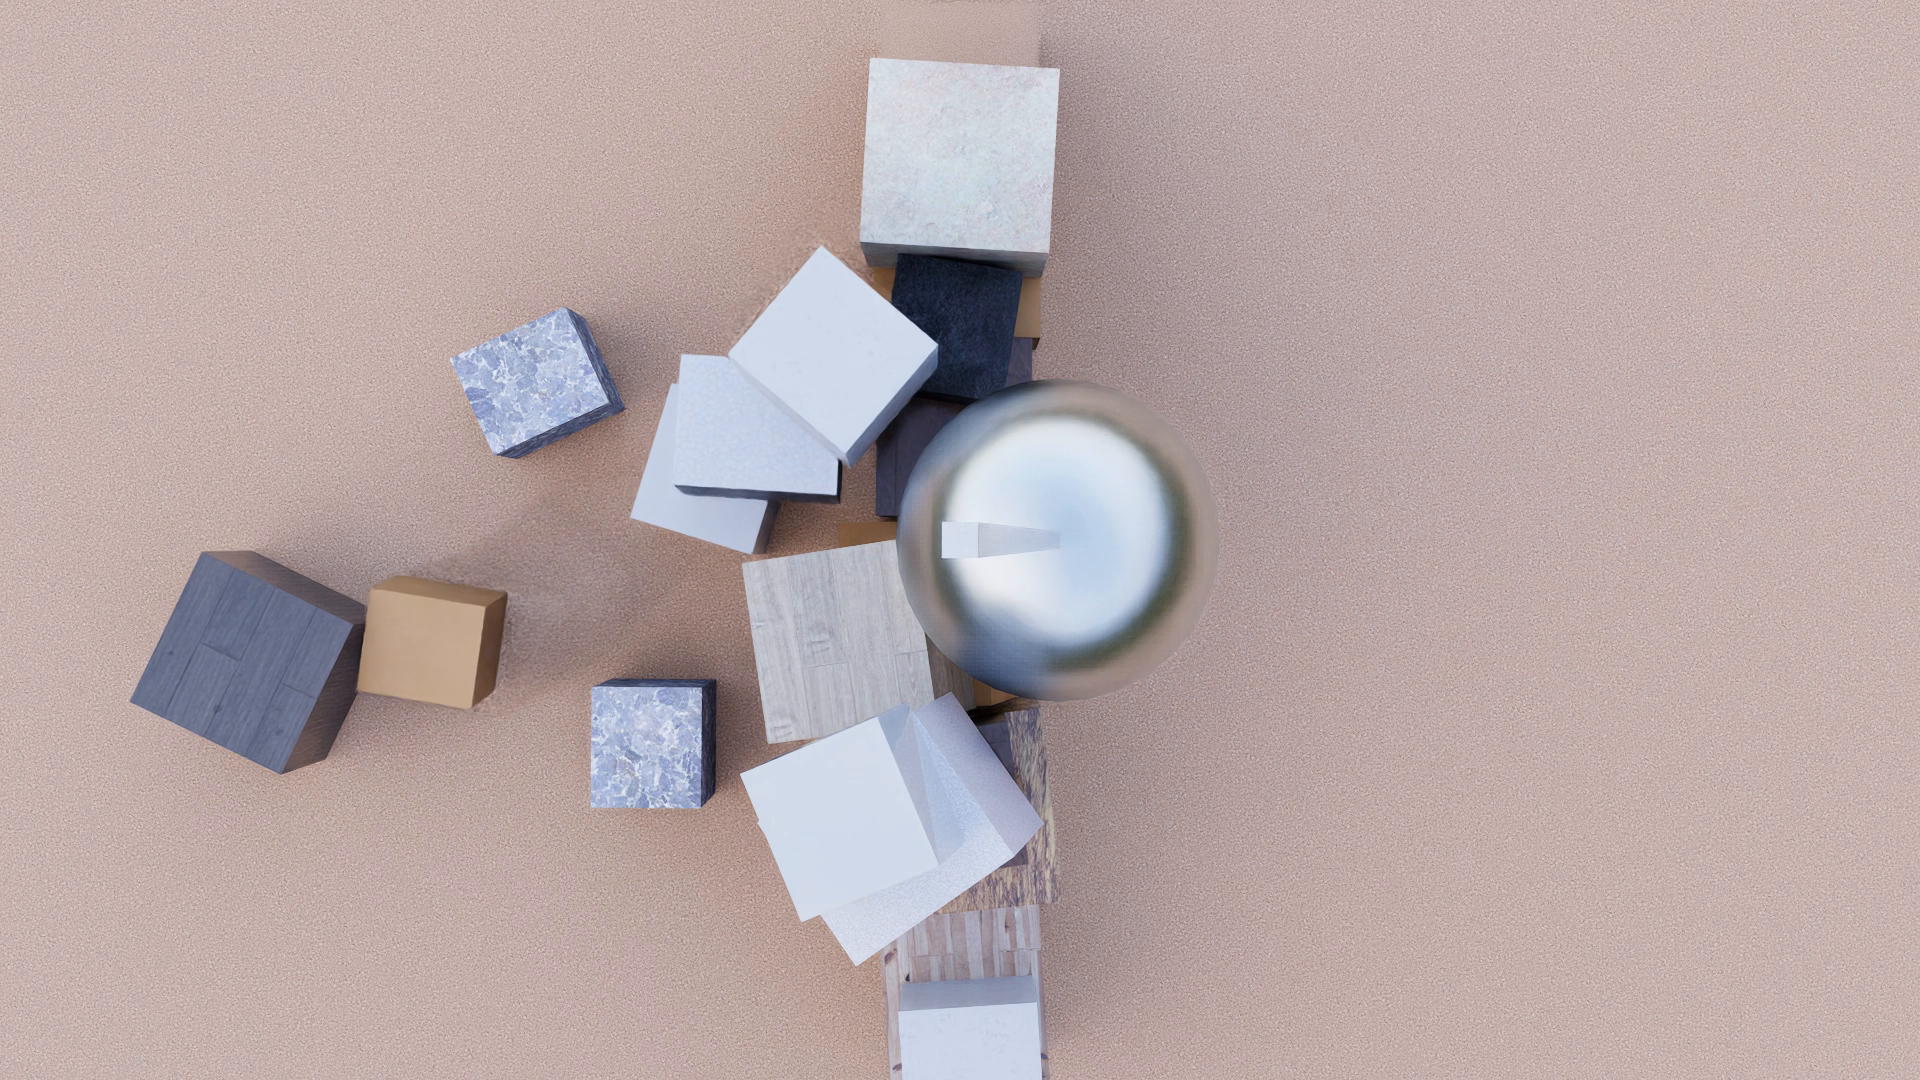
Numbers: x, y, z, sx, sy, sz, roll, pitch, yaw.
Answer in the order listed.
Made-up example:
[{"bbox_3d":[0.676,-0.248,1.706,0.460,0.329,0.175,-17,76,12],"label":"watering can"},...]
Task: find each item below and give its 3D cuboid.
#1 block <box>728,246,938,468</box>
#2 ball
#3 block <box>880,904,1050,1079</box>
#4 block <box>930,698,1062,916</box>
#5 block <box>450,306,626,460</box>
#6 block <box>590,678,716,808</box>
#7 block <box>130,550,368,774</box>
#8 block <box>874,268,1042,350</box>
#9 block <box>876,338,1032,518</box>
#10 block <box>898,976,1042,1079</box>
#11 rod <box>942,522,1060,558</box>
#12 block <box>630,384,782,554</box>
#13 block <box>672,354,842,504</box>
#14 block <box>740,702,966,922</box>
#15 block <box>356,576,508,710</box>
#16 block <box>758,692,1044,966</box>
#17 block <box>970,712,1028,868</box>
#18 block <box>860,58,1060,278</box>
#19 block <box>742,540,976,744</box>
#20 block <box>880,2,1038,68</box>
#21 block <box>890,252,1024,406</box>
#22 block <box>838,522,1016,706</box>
[{"bbox_3d":[-0.618,-0.896,11.009,0.741,0.872,0.692,40,87,1],"label":"block"},{"bbox_3d":[0.480,0.000,10.855,1.600,1.600,1.600,0,90,0],"label":"ball"},{"bbox_3d":[0.023,2.541,12.581,0.888,0.839,1.009,-4,90,0],"label":"block"},{"bbox_3d":[-0.041,1.495,12.463,1.084,1.074,1.053,-6,90,0],"label":"block"},{"bbox_3d":[-2.420,-0.896,12.678,0.710,0.644,0.595,-25,90,0],"label":"block"},{"bbox_3d":[-1.749,1.157,12.630,0.613,0.741,0.673,1,90,0],"label":"block"},{"bbox_3d":[-3.968,0.680,12.570,0.929,0.860,0.922,26,90,0],"label":"block"},{"bbox_3d":[-0.015,-1.630,12.593,0.929,0.813,1.010,0,90,0],"label":"block"},{"bbox_3d":[-0.033,-0.623,12.553,0.851,0.894,0.987,1,90,0],"label":"block"},{"bbox_3d":[0.068,2.839,11.804,0.723,0.716,0.819,-4,90,0],"label":"block"},{"bbox_3d":[0.208,0.000,7.466,0.080,5.200,0.080,0,90,5],"label":"rod"},{"bbox_3d":[-1.369,-0.392,12.561,0.700,0.876,0.774,17,90,0],"label":"block"},{"bbox_3d":[-1.056,-0.581,11.767,0.850,0.694,0.683,4,87,-1],"label":"block"},{"bbox_3d":[-0.468,1.211,9.918,0.670,0.669,0.700,-23,87,10],"label":"block"},{"bbox_3d":[-3.034,0.581,12.680,0.658,0.576,0.592,9,97,0],"label":"block"},{"bbox_3d":[-0.265,1.381,10.720,0.924,0.972,0.815,-36,85,9],"label":"block"},{"bbox_3d":[-0.054,1.347,11.583,0.709,0.686,0.735,-9,90,0],"label":"block"},{"bbox_3d":[-0.002,-1.948,11.662,0.962,1.050,0.934,3,90,0],"label":"block"},{"bbox_3d":[-0.522,0.518,11.714,0.917,0.860,0.947,-9,88,14],"label":"block"},{"bbox_3d":[-0.002,-2.562,12.608,0.877,0.784,0.842,0,90,0],"label":"block"},{"bbox_3d":[-0.047,-1.106,11.789,0.661,0.634,0.690,9,90,0],"label":"block"},{"bbox_3d":[-0.154,0.402,12.495,0.846,0.834,1.017,-1,90,14],"label":"block"}]
